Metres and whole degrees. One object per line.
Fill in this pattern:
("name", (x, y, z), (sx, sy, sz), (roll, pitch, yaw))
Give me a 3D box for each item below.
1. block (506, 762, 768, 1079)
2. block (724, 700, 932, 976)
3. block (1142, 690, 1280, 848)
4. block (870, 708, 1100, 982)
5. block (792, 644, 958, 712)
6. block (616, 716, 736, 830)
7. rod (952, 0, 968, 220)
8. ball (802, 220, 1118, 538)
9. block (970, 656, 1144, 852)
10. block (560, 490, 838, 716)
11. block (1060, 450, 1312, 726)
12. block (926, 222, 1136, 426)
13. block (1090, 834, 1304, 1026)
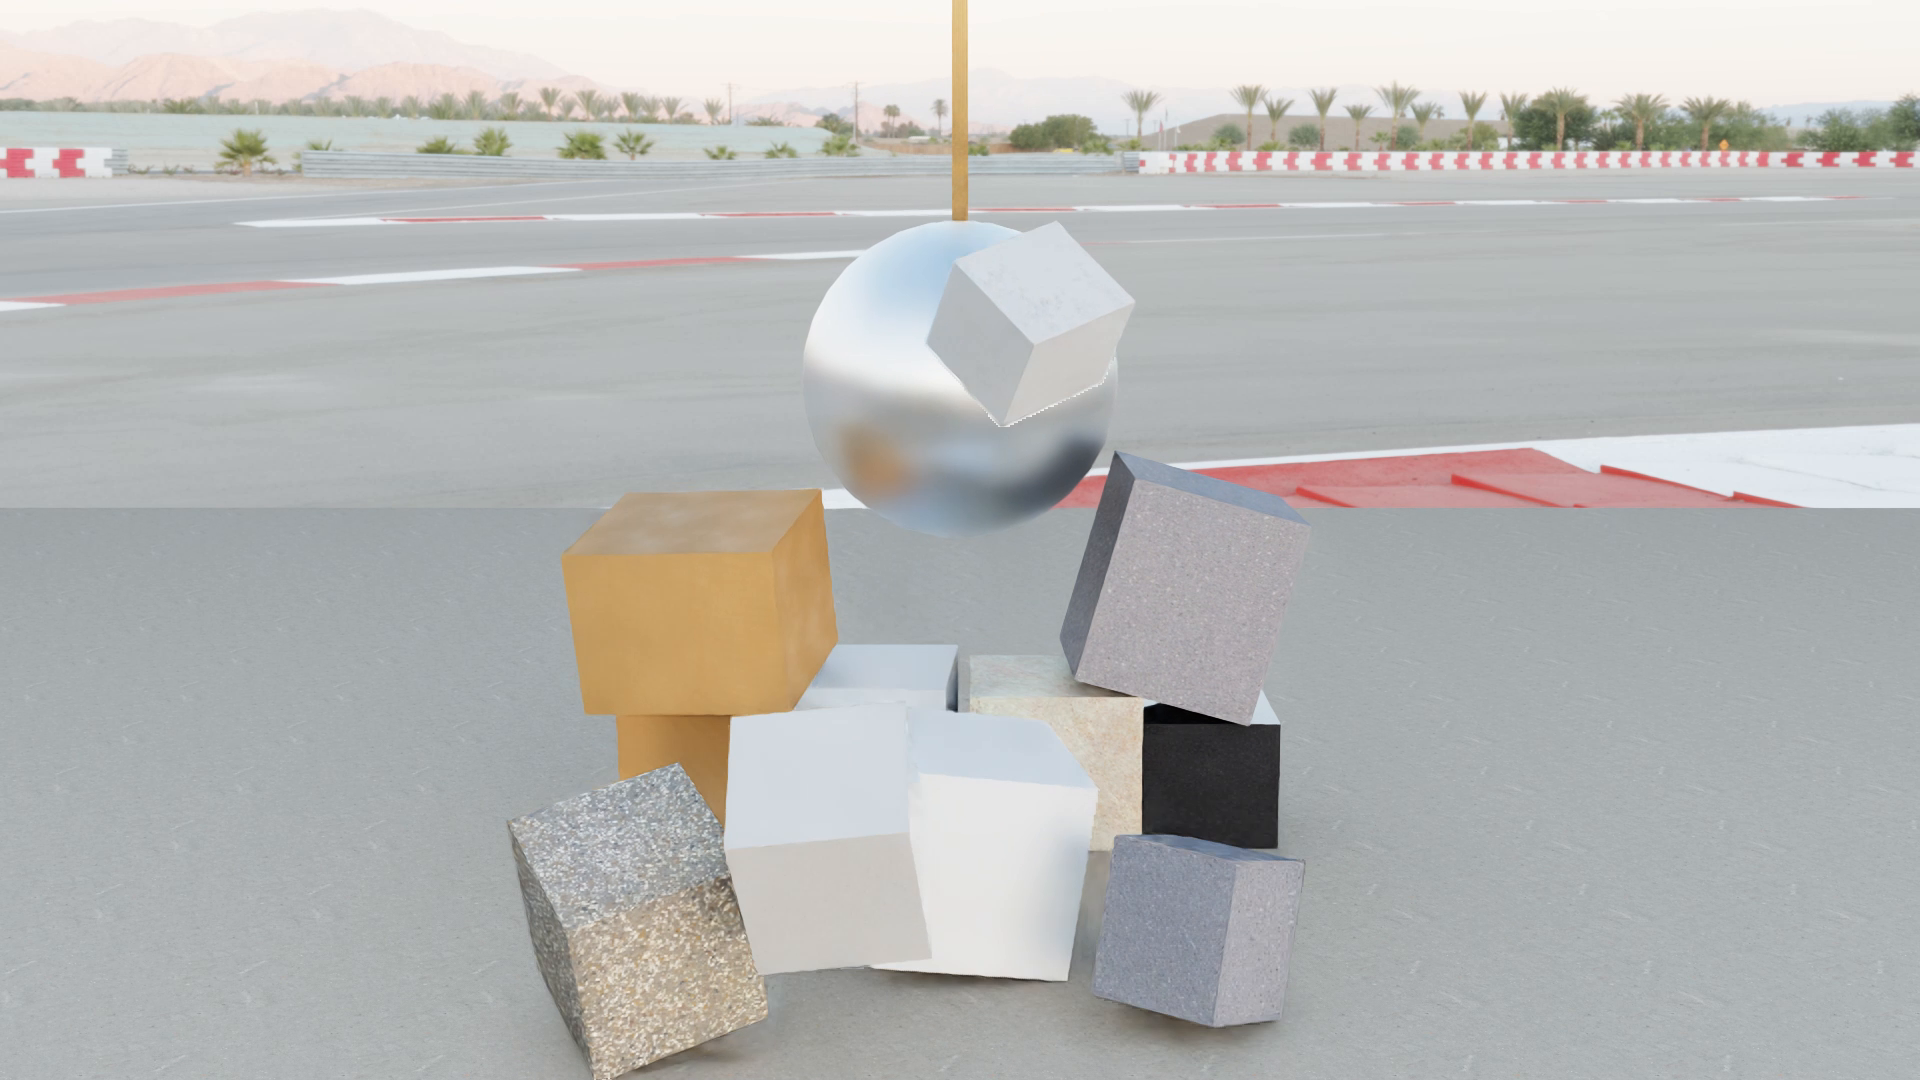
("block", (-1.243, 1.464, 8.498), (0.706, 0.760, 0.731), (-17, 34, -21))
("block", (-0.457, 1.064, 7.840), (0.627, 0.704, 0.606), (-6, 42, 2))
("block", (1.256, 1.161, 11.384), (0.679, 0.642, 0.792), (0, 10, 0))
("block", (0.012, 1.302, 9.617), (0.847, 0.854, 1.006), (6, 11, -12))
("block", (-0.471, 1.071, 11.193), (0.862, 0.885, 0.954), (1, 10, 4))
("block", (-1.313, 1.049, 11.355), (0.763, 0.860, 0.748), (-1, 10, 3))
("rod", (0.000, -4.146, 10.456), (0.080, 5.200, 0.080), (0, 11, 0))
("ball", (0.000, -0.808, 11.102), (1.600, 1.600, 1.600), (0, 10, 0))
("block", (0.481, 1.086, 11.379), (0.854, 0.791, 0.906), (0, 10, 0))
("block", (-1.243, 0.293, 10.720), (1.021, 0.815, 0.917), (-1, 20, 12))
("block", (1.122, 0.228, 11.196), (0.907, 1.044, 0.882), (15, 10, -5))
("block", (0.314, -0.984, 9.949), (0.623, 0.526, 0.564), (-26, 63, -34))
("block", (0.956, 1.553, 8.826), (0.562, 0.640, 0.560), (8, -2, 36))
